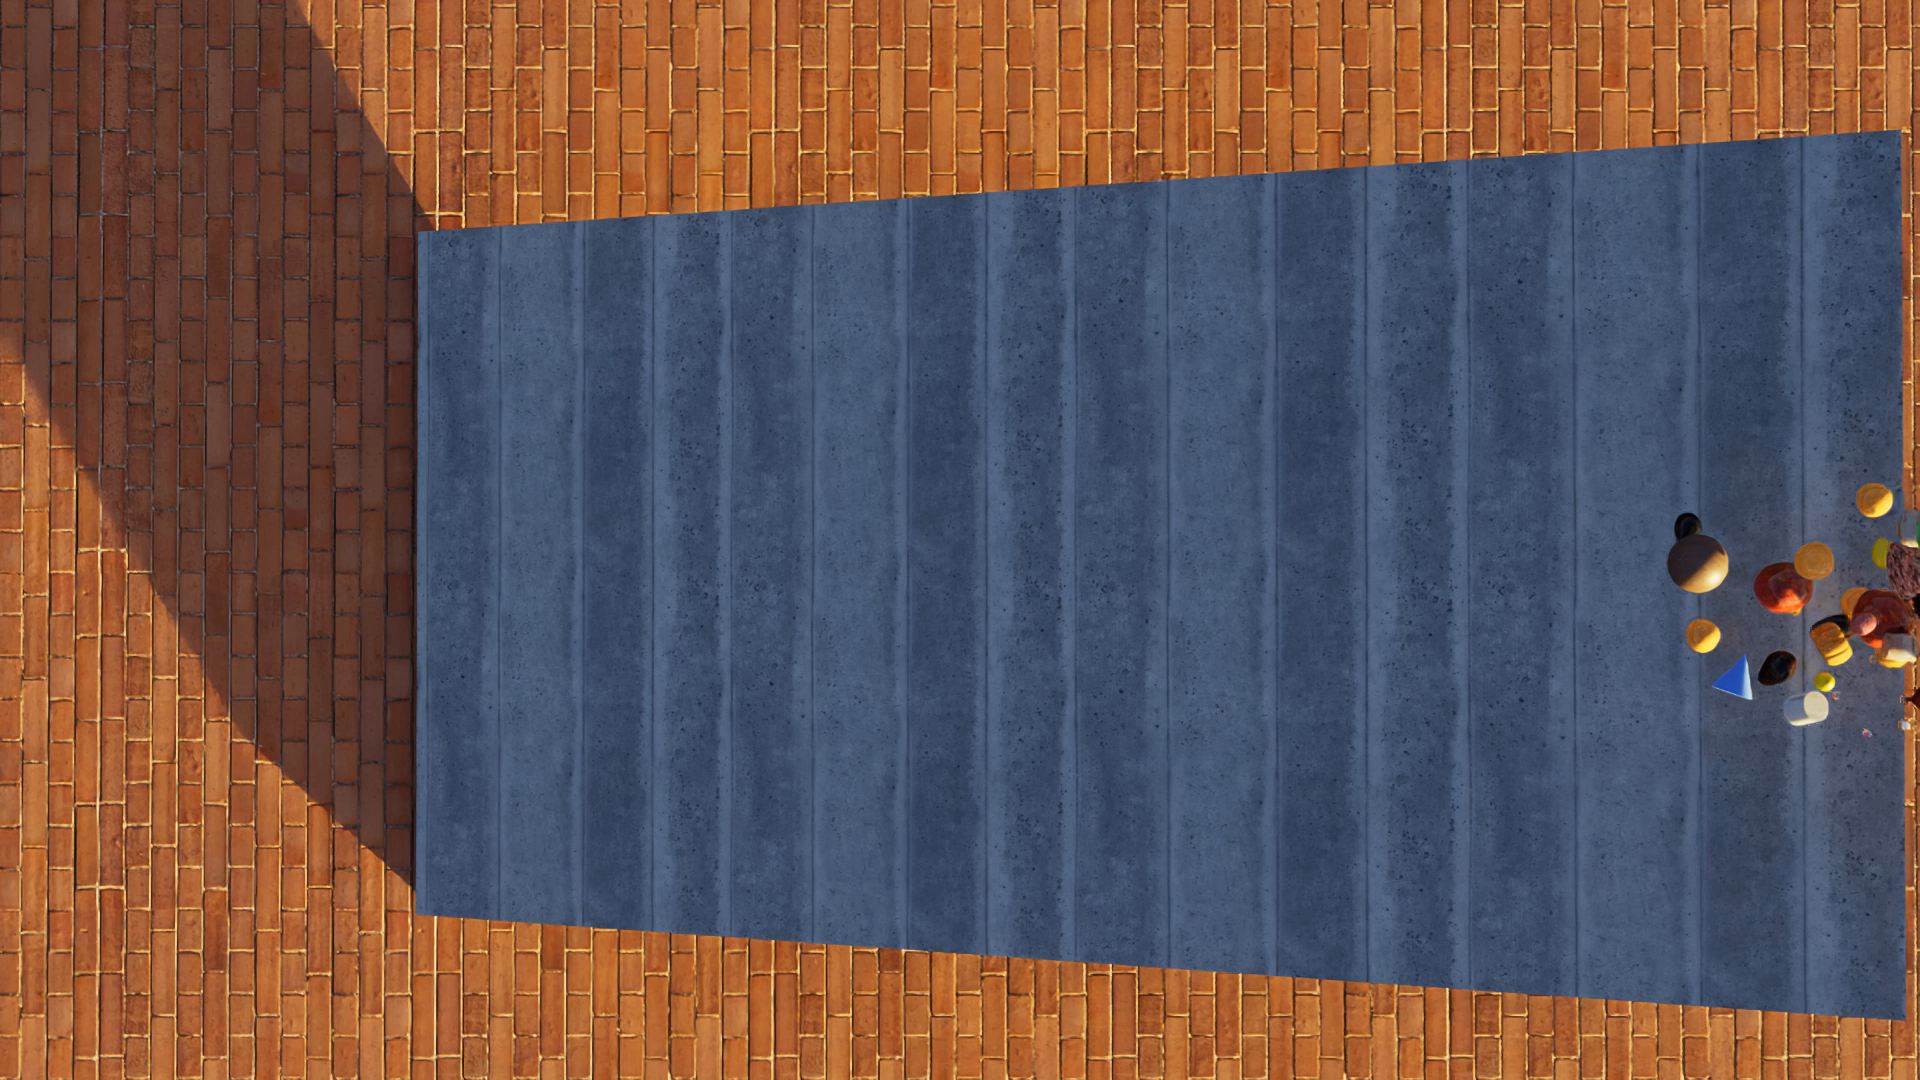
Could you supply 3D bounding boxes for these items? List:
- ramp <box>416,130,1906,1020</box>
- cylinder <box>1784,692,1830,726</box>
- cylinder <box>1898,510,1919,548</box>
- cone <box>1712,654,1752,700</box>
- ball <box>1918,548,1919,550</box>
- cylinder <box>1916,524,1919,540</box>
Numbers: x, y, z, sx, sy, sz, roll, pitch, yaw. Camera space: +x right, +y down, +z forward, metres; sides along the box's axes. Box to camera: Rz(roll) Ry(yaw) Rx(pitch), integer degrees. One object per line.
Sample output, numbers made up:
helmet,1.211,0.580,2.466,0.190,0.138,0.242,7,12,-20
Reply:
ramp,0.283,0.086,5.732,4.000,0.100,2.000,0,89,22
cylinder,1.671,0.333,4.342,0.060,0.060,0.060,4,76,-18
cylinder,1.673,-0.019,3.814,0.065,0.065,0.065,3,89,42
cone,1.678,0.288,4.739,0.090,0.090,0.090,19,92,0
ball,1.708,0.024,3.844,0.060,0.060,0.060,0,89,0
cylinder,1.624,-0.004,3.651,0.057,0.057,0.057,-16,89,24
